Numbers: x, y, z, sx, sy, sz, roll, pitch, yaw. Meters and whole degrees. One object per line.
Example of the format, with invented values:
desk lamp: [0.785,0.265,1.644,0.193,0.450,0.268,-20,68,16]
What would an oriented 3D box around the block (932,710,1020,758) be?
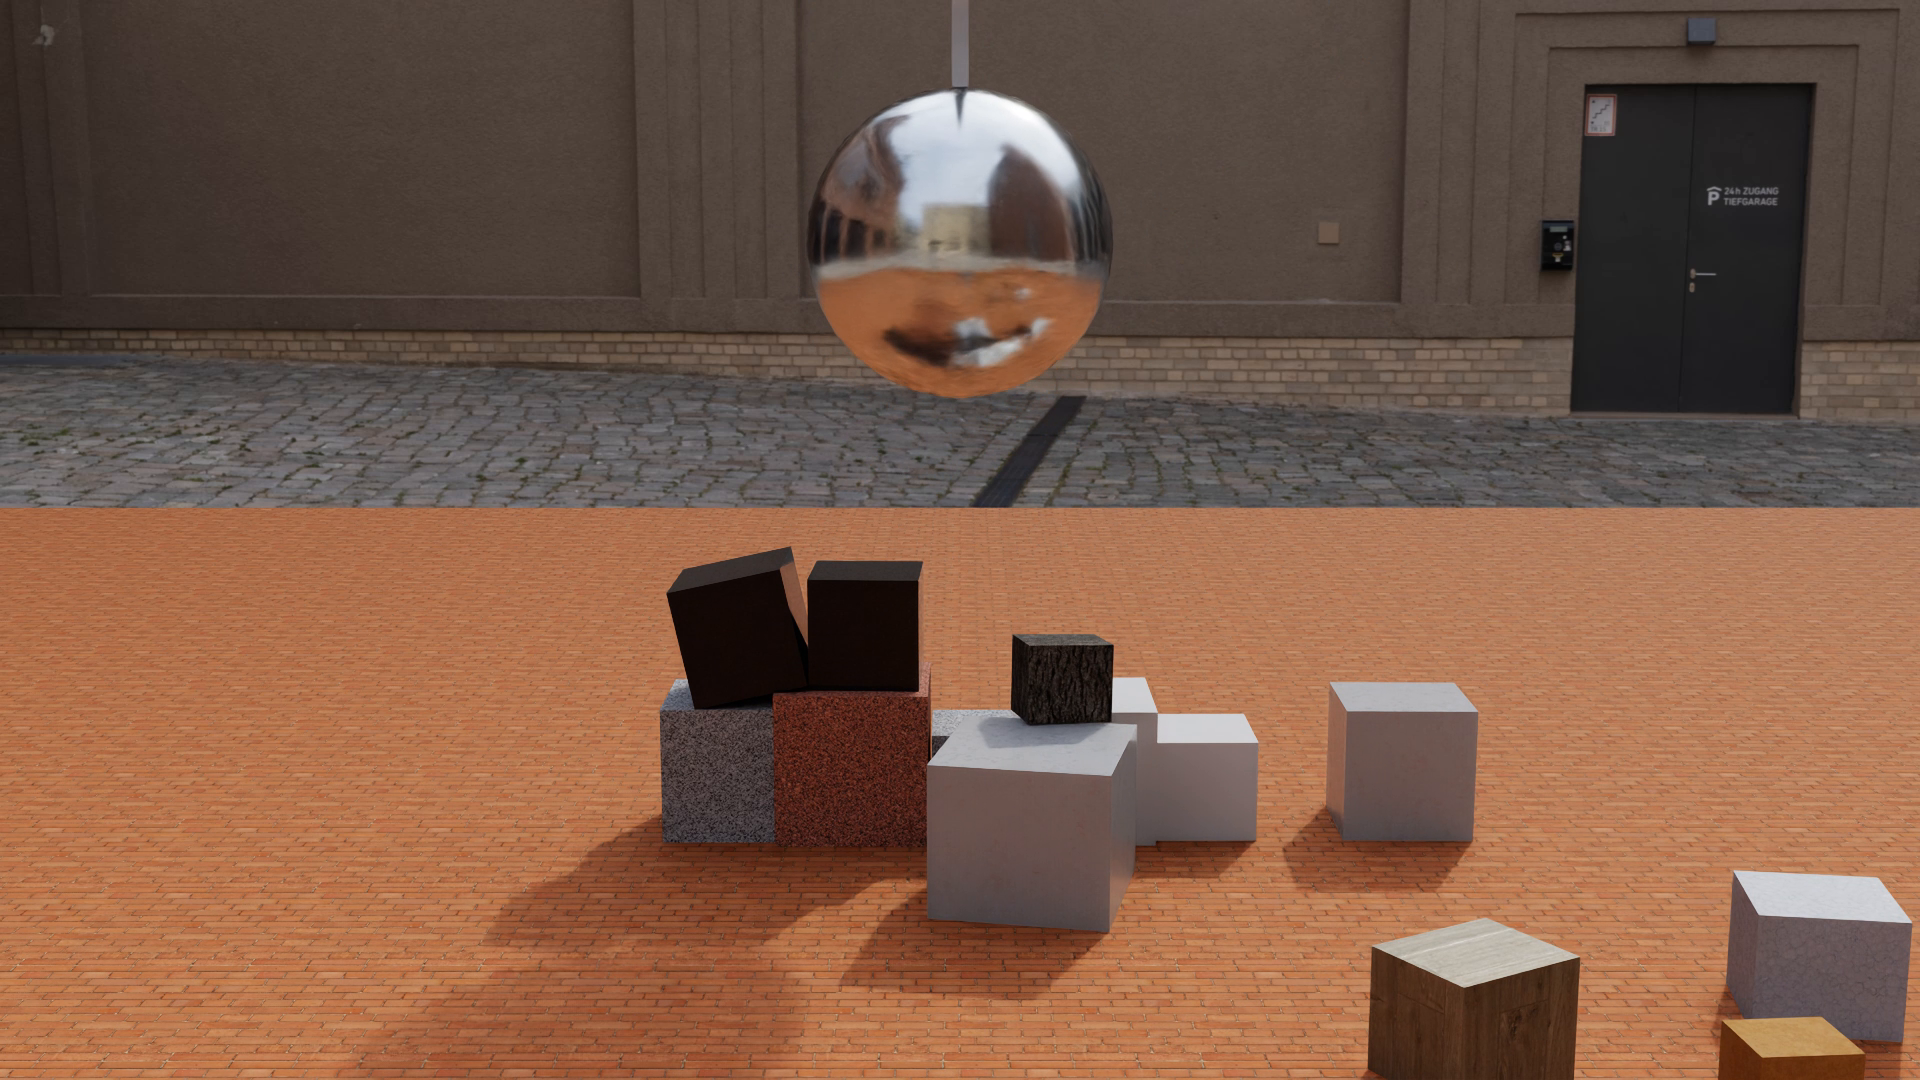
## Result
block: [0.117,1.210,11.383,0.518,0.548,0.517,0,10,0]

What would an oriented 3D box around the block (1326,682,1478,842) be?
block: [2.279,1.141,11.397,0.658,0.678,0.600,0,10,1]

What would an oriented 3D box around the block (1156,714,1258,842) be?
block: [1.246,1.224,11.395,0.513,0.515,0.566,0,10,0]

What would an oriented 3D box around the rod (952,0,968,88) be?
rod: [0.000,-4.821,10.538,0.080,5.200,0.080,0,15,0]

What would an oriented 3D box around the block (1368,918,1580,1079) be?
block: [1.940,1.792,8.324,0.590,0.496,0.491,-6,12,-31]

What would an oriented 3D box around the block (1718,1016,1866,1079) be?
block: [2.995,1.947,7.940,0.379,0.327,0.336,-1,10,-5]

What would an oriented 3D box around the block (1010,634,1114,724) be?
block: [0.498,0.676,10.788,0.416,0.378,0.395,0,5,-11]

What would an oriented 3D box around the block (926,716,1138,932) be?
block: [0.352,1.310,10.325,0.839,0.727,0.887,2,11,12]

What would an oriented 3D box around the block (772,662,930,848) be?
block: [-0.543,1.095,11.370,0.770,0.778,0.752,0,10,0]

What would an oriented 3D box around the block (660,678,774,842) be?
block: [-1.218,1.135,11.392,0.572,0.691,0.651,0,10,0]

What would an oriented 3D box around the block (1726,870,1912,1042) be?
block: [3.477,1.682,8.936,0.575,0.494,0.544,2,10,9]

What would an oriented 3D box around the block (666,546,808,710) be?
block: [-1.107,0.442,11.262,0.580,0.608,0.626,-12,10,3]

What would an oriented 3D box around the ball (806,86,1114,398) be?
ball: [0.000,-1.542,11.441,1.600,1.600,1.600,0,10,0]

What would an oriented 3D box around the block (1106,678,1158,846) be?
block: [0.687,1.136,11.380,0.595,0.693,0.723,0,10,0]

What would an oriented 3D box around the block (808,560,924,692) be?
block: [-0.476,0.434,11.243,0.555,0.568,0.513,0,10,2]
